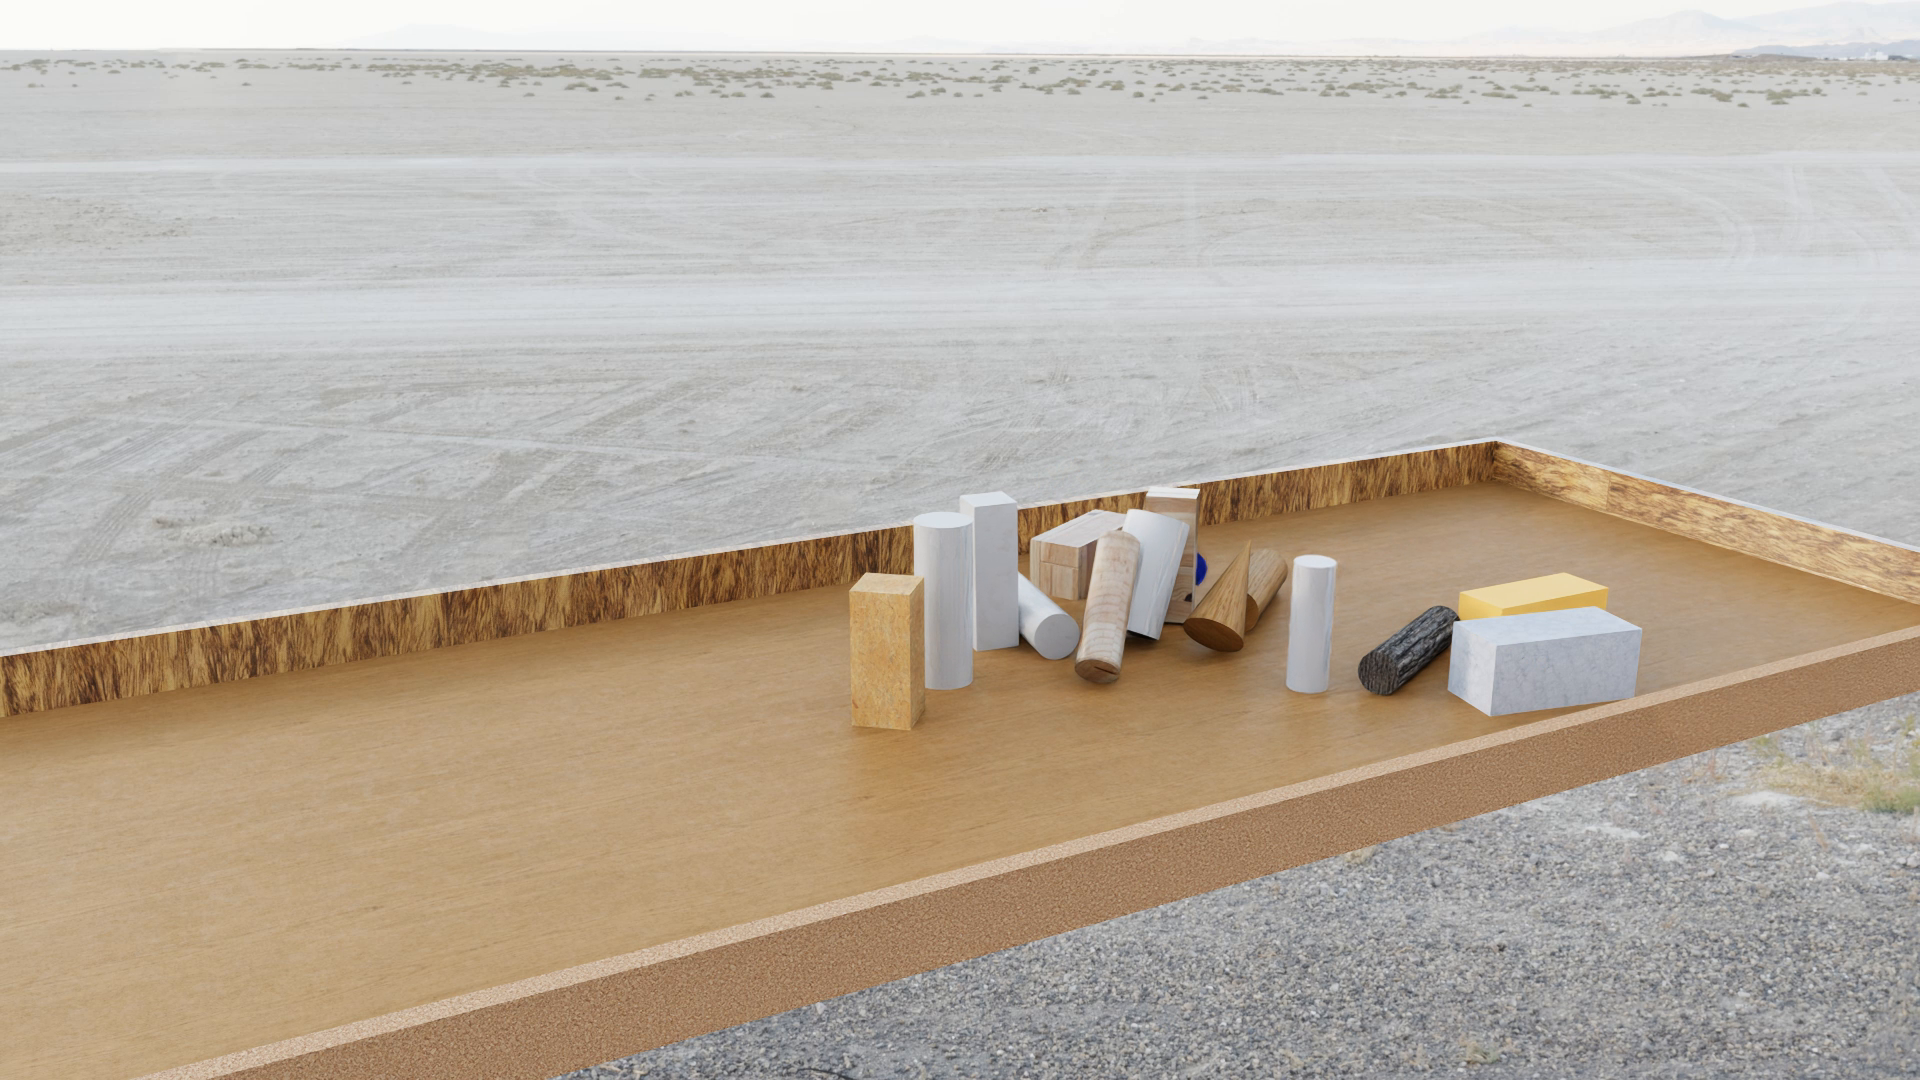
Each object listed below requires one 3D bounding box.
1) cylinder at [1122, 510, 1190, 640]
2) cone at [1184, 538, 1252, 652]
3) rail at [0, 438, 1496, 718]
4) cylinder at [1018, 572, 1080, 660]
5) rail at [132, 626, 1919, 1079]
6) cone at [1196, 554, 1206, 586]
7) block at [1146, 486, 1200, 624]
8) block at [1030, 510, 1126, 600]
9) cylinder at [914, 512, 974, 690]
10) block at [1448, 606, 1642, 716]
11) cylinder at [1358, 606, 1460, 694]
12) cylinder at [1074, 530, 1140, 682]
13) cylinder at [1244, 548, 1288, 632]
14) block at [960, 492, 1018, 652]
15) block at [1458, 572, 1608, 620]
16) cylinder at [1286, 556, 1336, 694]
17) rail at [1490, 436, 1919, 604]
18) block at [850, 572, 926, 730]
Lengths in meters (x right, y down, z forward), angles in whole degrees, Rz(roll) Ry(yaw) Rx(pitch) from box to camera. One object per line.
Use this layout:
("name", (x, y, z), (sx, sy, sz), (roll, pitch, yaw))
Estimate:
("cylinder", (0.489, 0.094, 4.400), (0.172, 0.316, 0.172), (16, -5, 2))
("cone", (0.720, 0.121, 4.358), (0.165, 0.165, 0.311), (10, 60, 30))
("rail", (-3.305, 0.497, 3.399), (12.000, 0.150, 0.050), (-9, 18, -27))
("cylinder", (0.185, 0.190, 4.483), (0.126, 0.126, 0.450), (-5, 17, -17))
("rail", (-2.336, 1.006, 1.665), (12.000, 0.150, 0.050), (-9, 18, -27))
("cone", (0.678, 0.051, 5.079), (0.117, 0.117, 0.450), (1, 9, 3))
("block", (0.585, 0.040, 4.581), (0.137, 0.351, 0.137), (3, 13, 12))
("block", (0.379, 0.040, 4.933), (0.160, 0.160, 0.393), (10, 19, 32))
("cylinder", (-0.041, 0.151, 4.102), (0.147, 0.417, 0.147), (0, 16, 0))
("block", (1.430, 0.293, 4.039), (0.407, 0.179, 0.179), (-5, 17, -16))
("cylinder", (1.155, 0.277, 4.217), (0.109, 0.109, 0.438), (11, 20, 34))
("cylinder", (0.377, 0.167, 4.197), (0.113, 0.113, 0.390), (4, 56, 14))
("cylinder", (0.824, 0.140, 4.655), (0.126, 0.126, 0.412), (6, 18, 21))
("block", (0.078, 0.083, 4.366), (0.118, 0.397, 0.118), (-7, 18, -17))
("block", (1.520, 0.205, 4.386), (0.378, 0.152, 0.152), (-8, 18, -26))
("cylinder", (0.865, 0.208, 4.065), (0.103, 0.326, 0.103), (0, 17, 0))
("rail", (2.466, -0.048, 5.253), (0.050, 0.150, 2.100), (-9, 18, -27))
("block", (-0.169, 0.261, 3.879), (0.142, 0.332, 0.142), (4, 17, 12))
